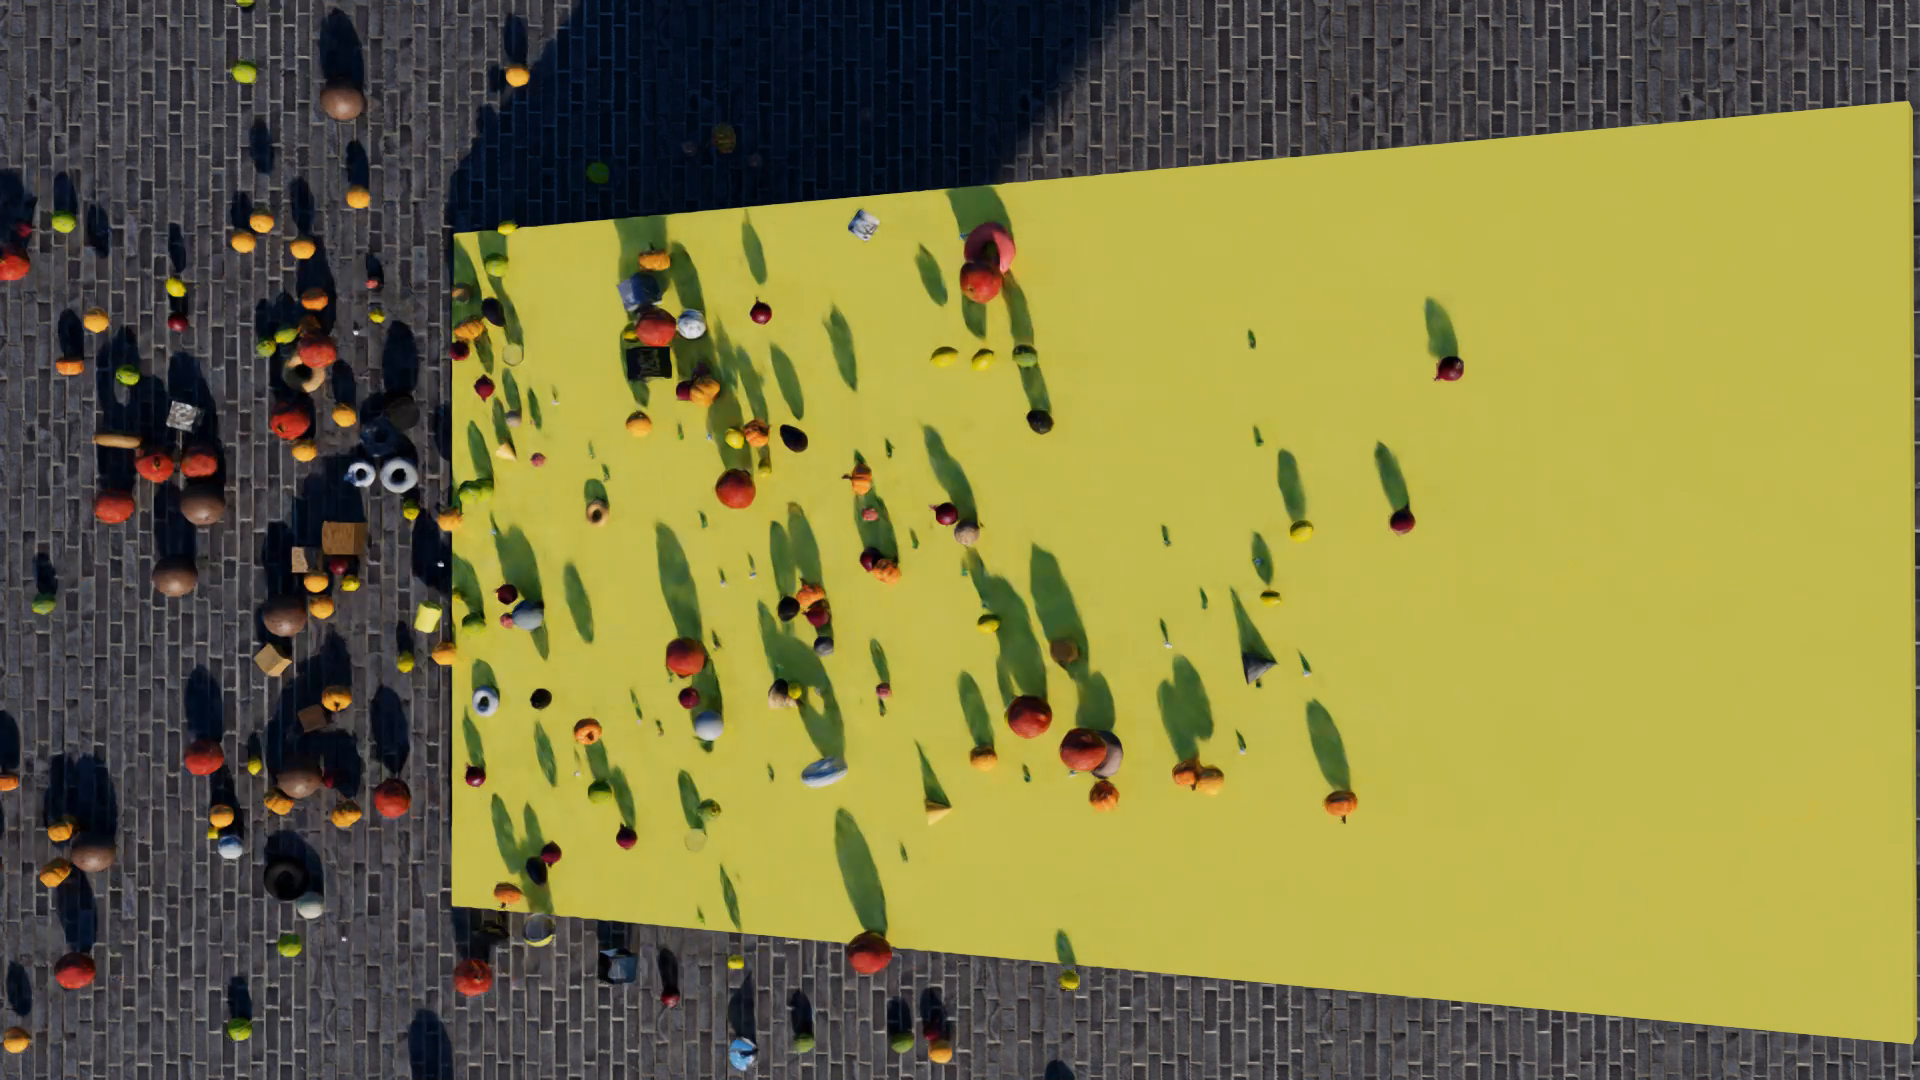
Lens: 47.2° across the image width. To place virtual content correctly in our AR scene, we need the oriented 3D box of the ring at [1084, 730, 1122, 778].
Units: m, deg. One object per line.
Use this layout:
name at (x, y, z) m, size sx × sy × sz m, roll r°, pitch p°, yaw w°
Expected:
ring at (0.358, 0.536, 5.506) m, size 0.041 × 0.122 × 0.122 m, roll 8°, pitch 89°, yaw -42°

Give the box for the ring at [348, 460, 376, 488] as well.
ring at (-1.804, -0.201, 6.625) m, size 0.086 × 0.029 × 0.086 m, roll 0°, pitch 89°, yaw 0°

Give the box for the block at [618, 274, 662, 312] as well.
block at (-0.900, -0.694, 6.185) m, size 0.078 × 0.078 × 0.078 m, roll -26°, pitch 78°, yaw 25°

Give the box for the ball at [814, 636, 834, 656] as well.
ball at (-0.365, 0.286, 5.902) m, size 0.056 × 0.056 × 0.056 m, roll 0°, pitch 89°, yaw 0°

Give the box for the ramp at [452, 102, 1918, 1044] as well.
ramp at (0.276, 0.077, 5.650) m, size 4.000 × 0.100 × 2.000 m, roll 0°, pitch 89°, yaw 28°

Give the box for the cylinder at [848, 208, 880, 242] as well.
cylinder at (-0.255, -0.831, 5.809) m, size 0.065 × 0.065 × 0.065 m, roll 37°, pitch 98°, yaw 0°

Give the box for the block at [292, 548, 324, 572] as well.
block at (-1.957, 0.061, 6.598) m, size 0.076 × 0.076 × 0.076 m, roll 0°, pitch 89°, yaw 0°

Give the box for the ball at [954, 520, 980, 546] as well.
ball at (0.019, -0.019, 5.693) m, size 0.069 × 0.069 × 0.069 m, roll 0°, pitch 89°, yaw 0°

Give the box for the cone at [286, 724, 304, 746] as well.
cone at (-2.005, 0.595, 6.589) m, size 0.058 × 0.058 × 0.058 m, roll 27°, pitch 53°, yaw 0°

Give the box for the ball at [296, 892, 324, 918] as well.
ball at (-1.945, 1.093, 6.585) m, size 0.081 × 0.081 × 0.081 m, roll 0°, pitch 89°, yaw 0°

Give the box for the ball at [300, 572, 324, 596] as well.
ball at (-1.945, 0.134, 6.600) m, size 0.070 × 0.070 × 0.070 m, roll 0°, pitch 89°, yaw 0°

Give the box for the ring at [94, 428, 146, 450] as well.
ring at (-2.509, -0.301, 6.567) m, size 0.146 × 0.146 × 0.049 m, roll 5°, pitch 87°, yaw 0°

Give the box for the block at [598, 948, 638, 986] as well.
block at (-1.022, 1.272, 6.561) m, size 0.081 × 0.081 × 0.081 m, roll 10°, pitch 98°, yaw 45°

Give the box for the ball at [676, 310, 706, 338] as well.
ball at (-0.744, -0.599, 6.099) m, size 0.082 × 0.082 × 0.082 m, roll 0°, pitch 89°, yaw 0°

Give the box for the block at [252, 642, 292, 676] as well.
block at (-2.060, 0.359, 6.594) m, size 0.068 × 0.068 × 0.068 m, roll -45°, pitch 80°, yaw 0°

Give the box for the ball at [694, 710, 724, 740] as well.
ball at (-0.690, 0.510, 6.057) m, size 0.085 × 0.085 × 0.085 m, roll 0°, pitch 89°, yaw 0°

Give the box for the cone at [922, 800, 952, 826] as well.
cone at (-0.052, 0.706, 5.744) m, size 0.070 × 0.070 × 0.070 m, roll -17°, pitch 89°, yaw 13°

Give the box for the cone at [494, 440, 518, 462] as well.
cone at (-1.318, -0.249, 6.432) m, size 0.063 × 0.063 × 0.063 m, roll 40°, pitch 90°, yaw -5°

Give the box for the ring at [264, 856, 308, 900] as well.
ring at (-2.023, 1.016, 6.604) m, size 0.136 × 0.045 × 0.136 m, roll 0°, pitch 91°, yaw 0°

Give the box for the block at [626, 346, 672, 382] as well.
block at (-0.871, -0.494, 6.161) m, size 0.087 × 0.087 × 0.087 m, roll -5°, pitch 87°, yaw 29°

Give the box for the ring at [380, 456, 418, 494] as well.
ring at (-1.688, -0.197, 6.618) m, size 0.115 × 0.038 × 0.115 m, roll 0°, pitch 93°, yaw -2°

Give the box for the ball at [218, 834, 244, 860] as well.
ball at (-2.185, 0.919, 6.590) m, size 0.075 × 0.075 × 0.075 m, roll 0°, pitch 89°, yaw 0°

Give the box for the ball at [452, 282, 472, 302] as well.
ball at (-1.472, -0.733, 6.501) m, size 0.060 × 0.060 × 0.060 m, roll 0°, pitch 89°, yaw 0°

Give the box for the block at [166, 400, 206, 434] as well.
block at (-2.323, -0.369, 6.603) m, size 0.076 × 0.076 × 0.076 m, roll 16°, pitch 89°, yaw 0°

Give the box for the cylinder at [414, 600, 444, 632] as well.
cylinder at (-1.580, 0.227, 6.536) m, size 0.073 × 0.073 × 0.073 m, roll 16°, pitch 103°, yaw 0°

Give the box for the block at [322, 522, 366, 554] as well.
block at (-1.846, -0.005, 6.586) m, size 0.096 × 0.096 × 0.096 m, roll 2°, pitch 89°, yaw 4°

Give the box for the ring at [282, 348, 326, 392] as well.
ring at (-1.975, -0.510, 6.620) m, size 0.134 × 0.045 × 0.134 m, roll 0°, pitch 90°, yaw -1°

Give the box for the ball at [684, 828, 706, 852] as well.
ball at (-0.733, 0.832, 6.087) m, size 0.065 × 0.065 × 0.065 m, roll 0°, pitch 89°, yaw 0°

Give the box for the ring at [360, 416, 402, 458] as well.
ring at (-1.744, -0.312, 6.619) m, size 0.126 × 0.042 × 0.126 m, roll 0°, pitch 91°, yaw 2°

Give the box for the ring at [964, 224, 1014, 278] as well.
ring at (0.077, -0.748, 5.682) m, size 0.143 × 0.048 × 0.143 m, roll 0°, pitch 91°, yaw 27°

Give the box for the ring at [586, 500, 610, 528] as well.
ring at (-1.035, -0.075, 6.280) m, size 0.081 × 0.027 × 0.081 m, roll -1°, pitch 89°, yaw 27°

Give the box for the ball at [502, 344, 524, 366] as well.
ball at (-1.303, -0.539, 6.405) m, size 0.066 × 0.066 × 0.066 m, roll 0°, pitch 89°, yaw 0°

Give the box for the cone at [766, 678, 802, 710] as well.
cone at (-0.458, 0.430, 5.933) m, size 0.090 × 0.090 × 0.090 m, roll 19°, pitch 89°, yaw 27°

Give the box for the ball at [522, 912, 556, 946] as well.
ball at (-1.214, 1.123, 6.335) m, size 0.097 × 0.097 × 0.097 m, roll 0°, pitch 89°, yaw 0°

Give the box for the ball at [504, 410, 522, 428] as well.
ball at (-1.301, -0.353, 6.410) m, size 0.052 × 0.052 × 0.052 m, roll 0°, pitch 89°, yaw 0°

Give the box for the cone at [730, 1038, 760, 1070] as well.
cone at (-0.621, 1.527, 6.553) m, size 0.097 × 0.097 × 0.097 m, roll 13°, pitch 66°, yaw -32°

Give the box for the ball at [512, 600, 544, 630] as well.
ball at (-1.248, 0.217, 6.354) m, size 0.091 × 0.091 × 0.091 m, roll 0°, pitch 89°, yaw 0°

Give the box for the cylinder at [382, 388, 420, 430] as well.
cylinder at (-1.670, -0.393, 6.575) m, size 0.091 × 0.091 × 0.091 m, roll -37°, pitch 48°, yaw 0°

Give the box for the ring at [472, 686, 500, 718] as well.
ring at (-1.394, 0.475, 6.463) m, size 0.094 × 0.031 × 0.094 m, roll 0°, pitch 91°, yaw 27°

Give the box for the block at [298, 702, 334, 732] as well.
block at (-1.935, 0.532, 6.597) m, size 0.069 × 0.069 × 0.069 m, roll -22°, pitch 89°, yaw 0°
